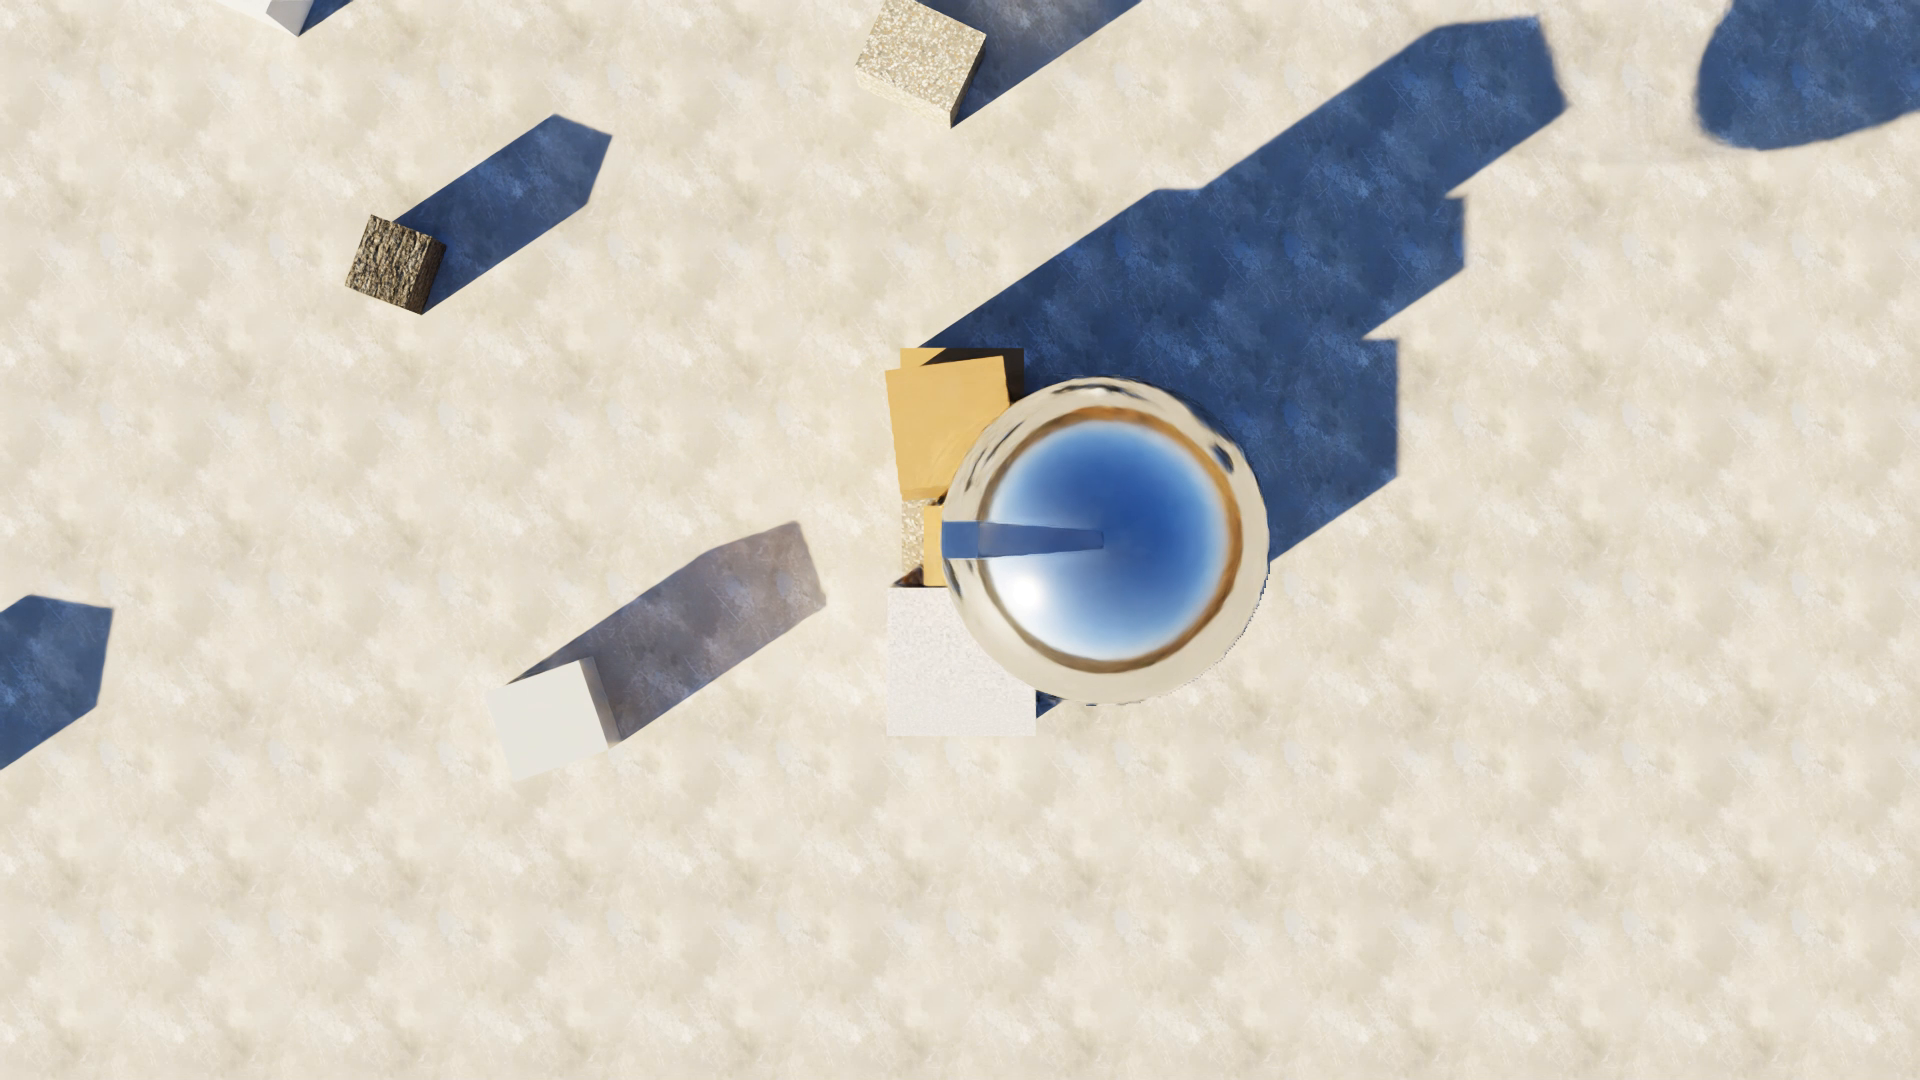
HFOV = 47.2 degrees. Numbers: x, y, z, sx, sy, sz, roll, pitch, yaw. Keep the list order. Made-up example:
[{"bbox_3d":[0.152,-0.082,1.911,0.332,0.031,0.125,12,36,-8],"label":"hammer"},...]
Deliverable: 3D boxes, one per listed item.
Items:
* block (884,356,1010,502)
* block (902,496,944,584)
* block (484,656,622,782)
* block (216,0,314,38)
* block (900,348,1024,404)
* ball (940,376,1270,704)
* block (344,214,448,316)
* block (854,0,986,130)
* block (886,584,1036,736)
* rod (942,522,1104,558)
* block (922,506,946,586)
[{"bbox_3d":[-0.046,-0.600,12.036,0.634,0.682,0.647,-7,86,0],"label":"block"},{"bbox_3d":[0.008,-0.088,12.683,0.662,0.634,0.669,0,90,0],"label":"block"},{"bbox_3d":[-2.354,1.032,12.757,0.571,0.487,0.536,-19,90,0],"label":"block"},{"bbox_3d":[-4.053,-3.387,12.697,0.591,0.606,0.652,24,90,0],"label":"block"},{"bbox_3d":[0.012,-0.756,12.700,0.698,0.601,0.652,0,90,0],"label":"block"},{"bbox_3d":[0.699,0.000,10.697,1.600,1.600,1.600,0,90,0],"label":"ball"},{"bbox_3d":[-3.281,-1.598,12.803,0.372,0.393,0.440,20,90,0],"label":"block"},{"bbox_3d":[-0.226,-2.776,12.742,0.602,0.515,0.489,25,90,0],"label":"block"},{"bbox_3d":[0.007,0.670,12.563,0.822,0.875,0.820,0,90,0],"label":"block"},{"bbox_3d":[0.303,0.000,7.320,0.080,5.200,0.080,0,90,7],"label":"rod"},{"bbox_3d":[0.009,0.032,12.126,0.419,0.479,0.435,0,90,0],"label":"block"}]
